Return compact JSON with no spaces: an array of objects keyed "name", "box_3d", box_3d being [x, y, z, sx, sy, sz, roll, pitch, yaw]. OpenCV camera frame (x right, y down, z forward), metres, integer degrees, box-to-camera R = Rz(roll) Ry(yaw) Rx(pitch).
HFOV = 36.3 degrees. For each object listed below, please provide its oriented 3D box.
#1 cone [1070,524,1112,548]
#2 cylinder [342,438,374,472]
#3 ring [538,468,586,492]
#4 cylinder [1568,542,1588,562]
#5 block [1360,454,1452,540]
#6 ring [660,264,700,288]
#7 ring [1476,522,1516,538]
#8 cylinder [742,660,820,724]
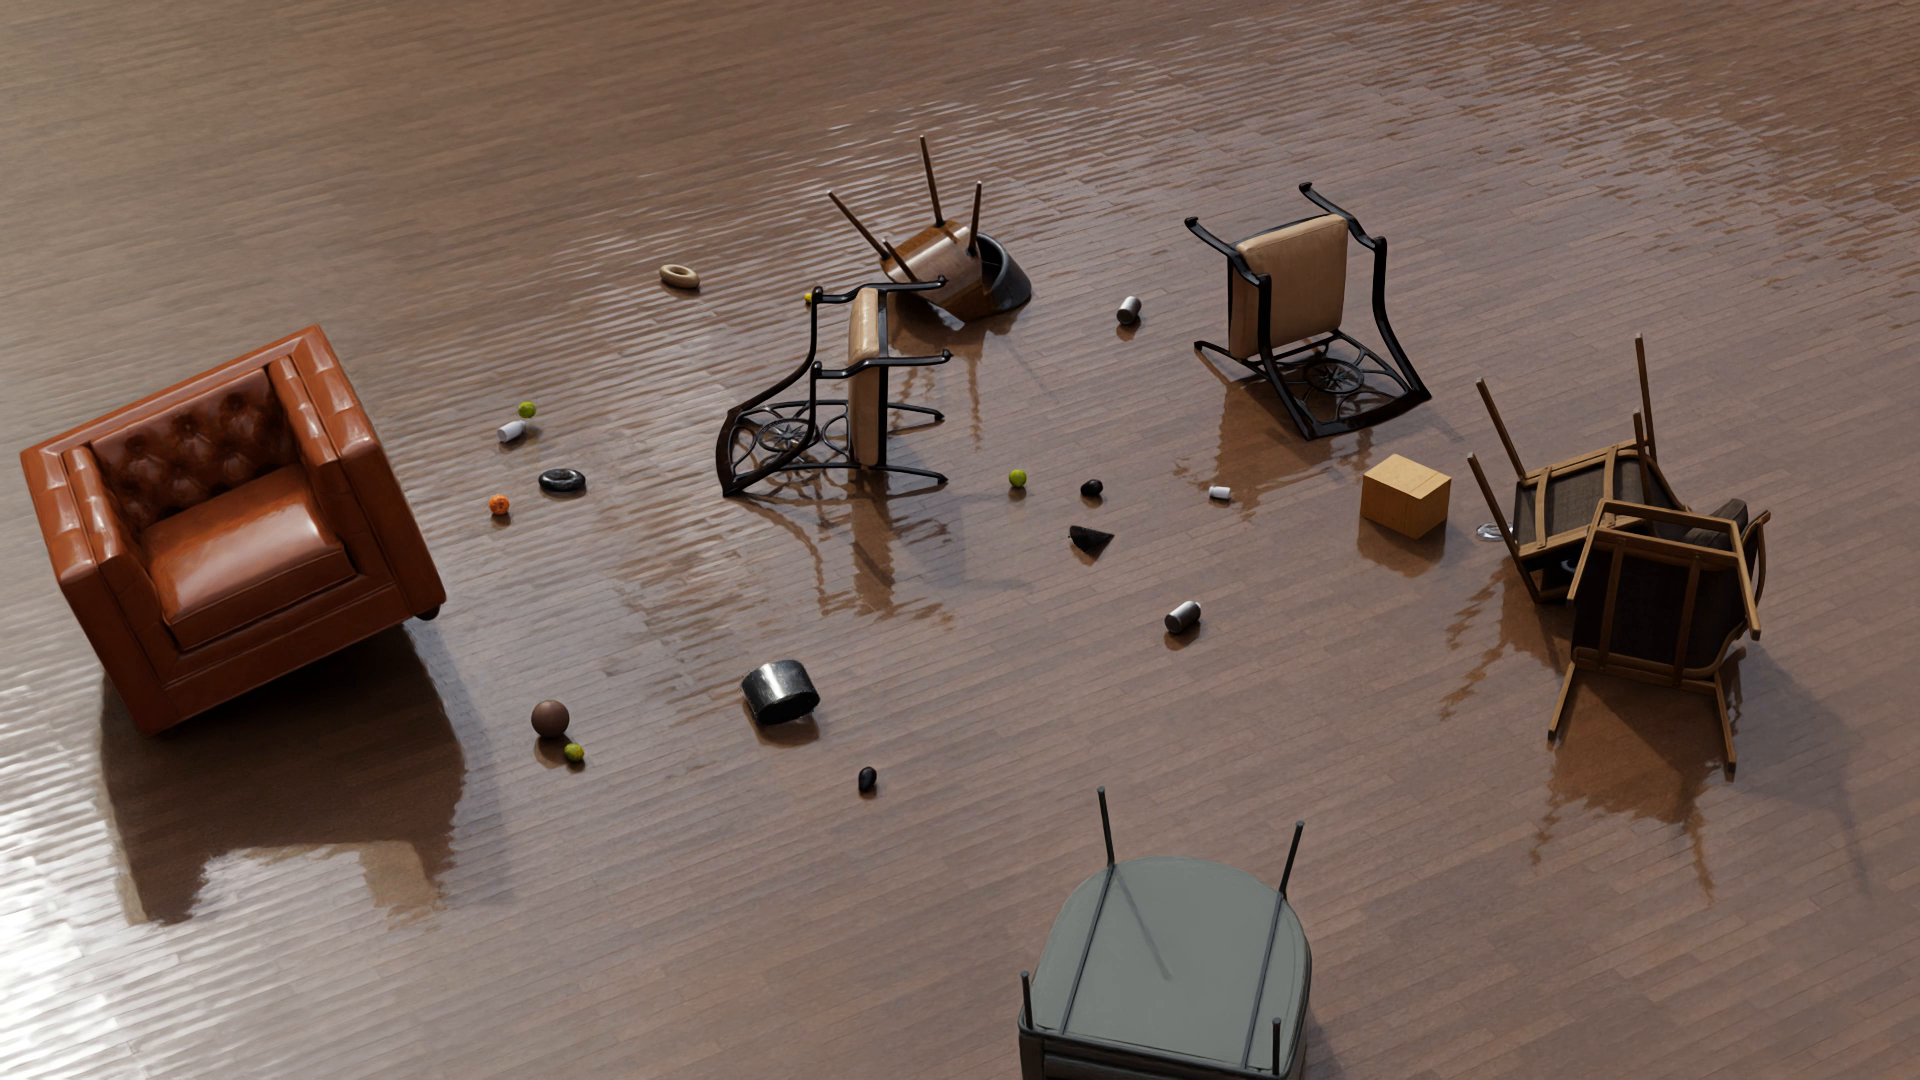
[{"name":"cone","box_3d":[0.515,-0.013,10.930,0.158,0.075,0.154,3,16,-39]},{"name":"cylinder","box_3d":[-2.332,-0.329,11.359,0.107,0.093,0.098,-12,35,-19]},{"name":"ring","box_3d":[-1.528,-0.229,11.253,0.184,0.044,0.132,3,33,7]},{"name":"cylinder","box_3d":[2.286,0.042,10.832,0.053,0.050,0.062,21,74,29]},{"name":"block","box_3d":[1.676,-0.165,11.031,0.258,0.179,0.202,27,42,34]},{"name":"ring","box_3d":[-1.207,-1.133,12.610,0.213,0.061,0.101,20,40,29]},{"name":"ring","box_3d":[2.007,-0.041,10.985,0.156,0.024,0.088,-9,34,-13]},{"name":"cylinder","box_3d":[-0.616,0.522,10.050,0.228,0.110,0.197,-18,37,-11]}]
